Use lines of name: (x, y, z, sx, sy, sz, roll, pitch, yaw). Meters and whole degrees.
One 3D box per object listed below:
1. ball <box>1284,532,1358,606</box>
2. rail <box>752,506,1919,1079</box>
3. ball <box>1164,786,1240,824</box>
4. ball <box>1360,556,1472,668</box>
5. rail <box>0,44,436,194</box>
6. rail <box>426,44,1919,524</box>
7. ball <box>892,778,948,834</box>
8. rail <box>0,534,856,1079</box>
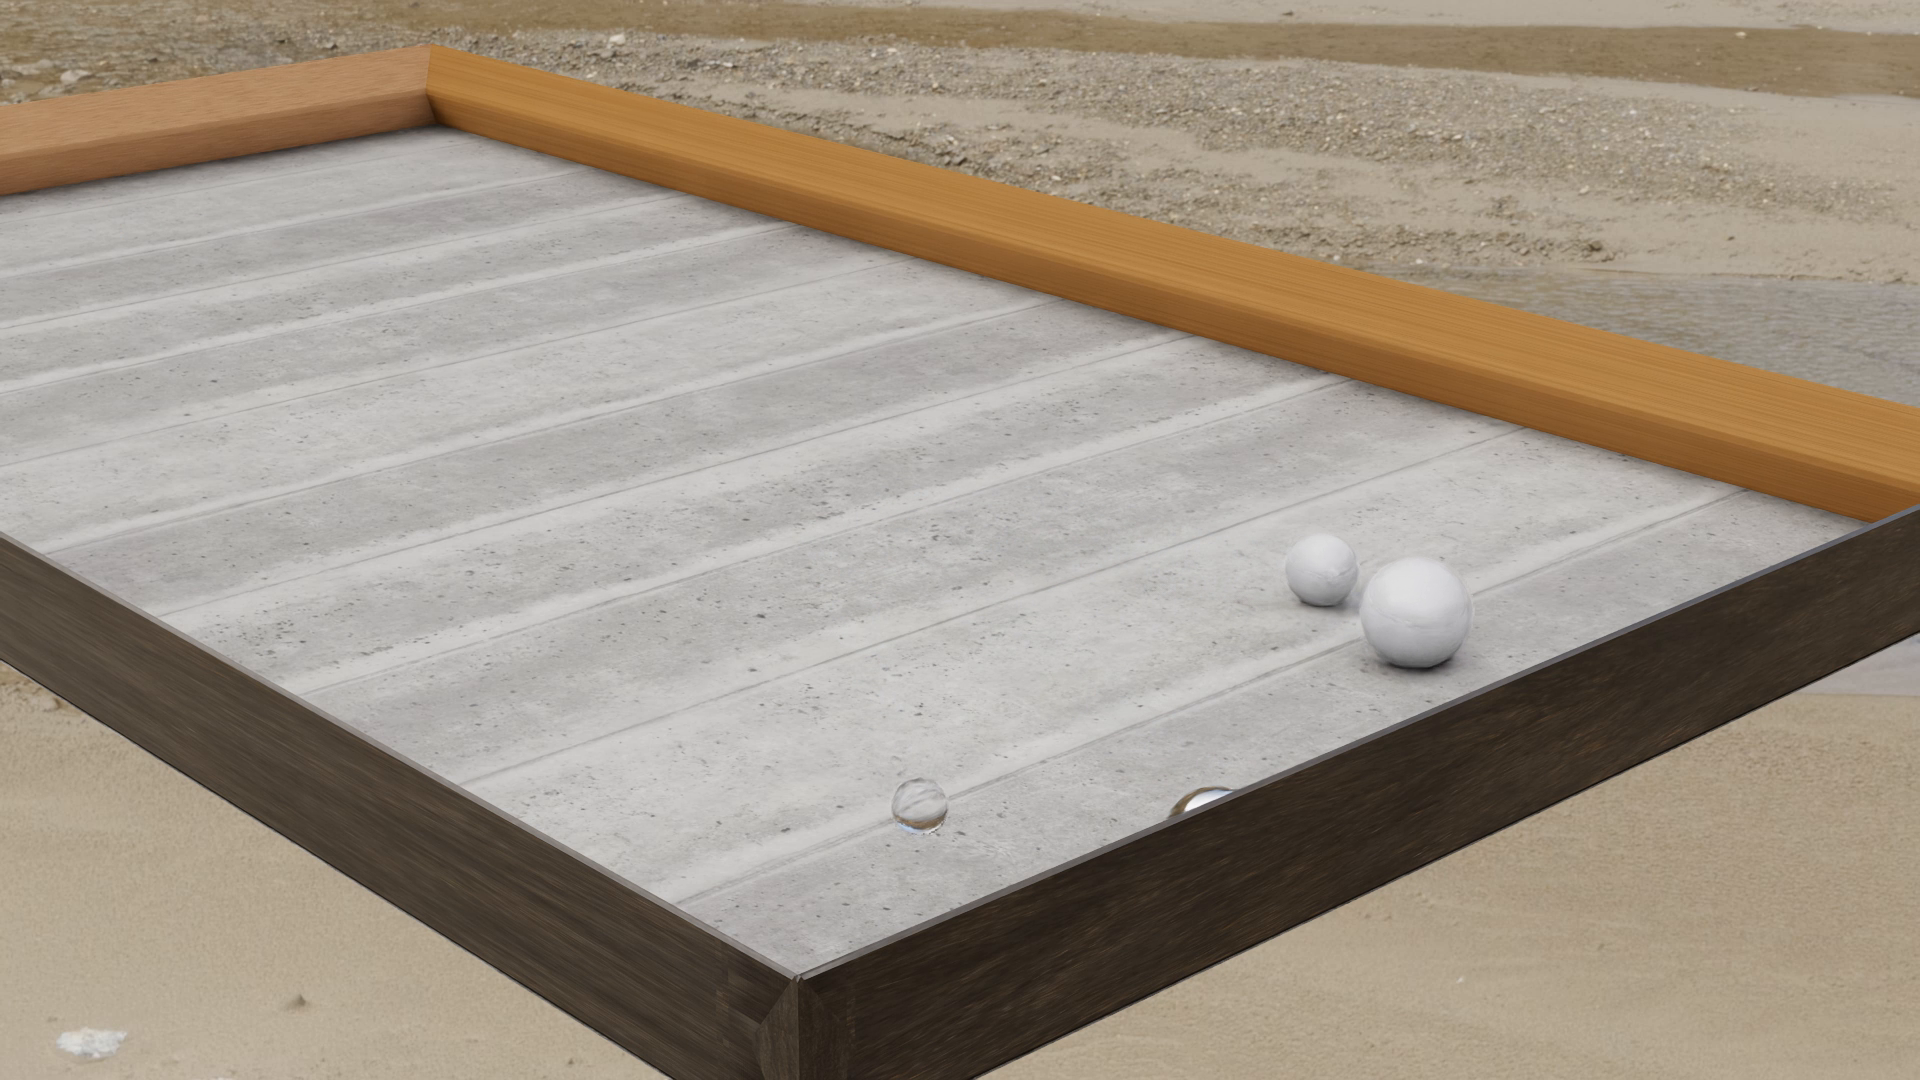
ball: (0.332, 0.027, 2.703, 0.068, 0.068, 0.068, 0, 20, 0)
rail: (0.452, 0.141, 2.300, 1.536, 0.126, 0.045, -17, 26, -39)
ball: (0.187, 0.220, 2.154, 0.080, 0.080, 0.080, 0, 20, 0)
ball: (0.397, 0.063, 2.560, 0.097, 0.097, 0.097, 0, 20, 0)
rail: (-1.389, -0.546, 4.191, 1.536, 0.126, 0.045, -17, 26, -39)
rail: (0.081, -0.374, 3.718, 0.045, 0.126, 2.775, -17, 26, -39)
ball: (-0.031, 0.204, 2.252, 0.043, 0.043, 0.043, 0, 20, 0)
rail: (-1.018, -0.031, 2.773, 0.045, 0.126, 2.775, -17, 26, -39)
